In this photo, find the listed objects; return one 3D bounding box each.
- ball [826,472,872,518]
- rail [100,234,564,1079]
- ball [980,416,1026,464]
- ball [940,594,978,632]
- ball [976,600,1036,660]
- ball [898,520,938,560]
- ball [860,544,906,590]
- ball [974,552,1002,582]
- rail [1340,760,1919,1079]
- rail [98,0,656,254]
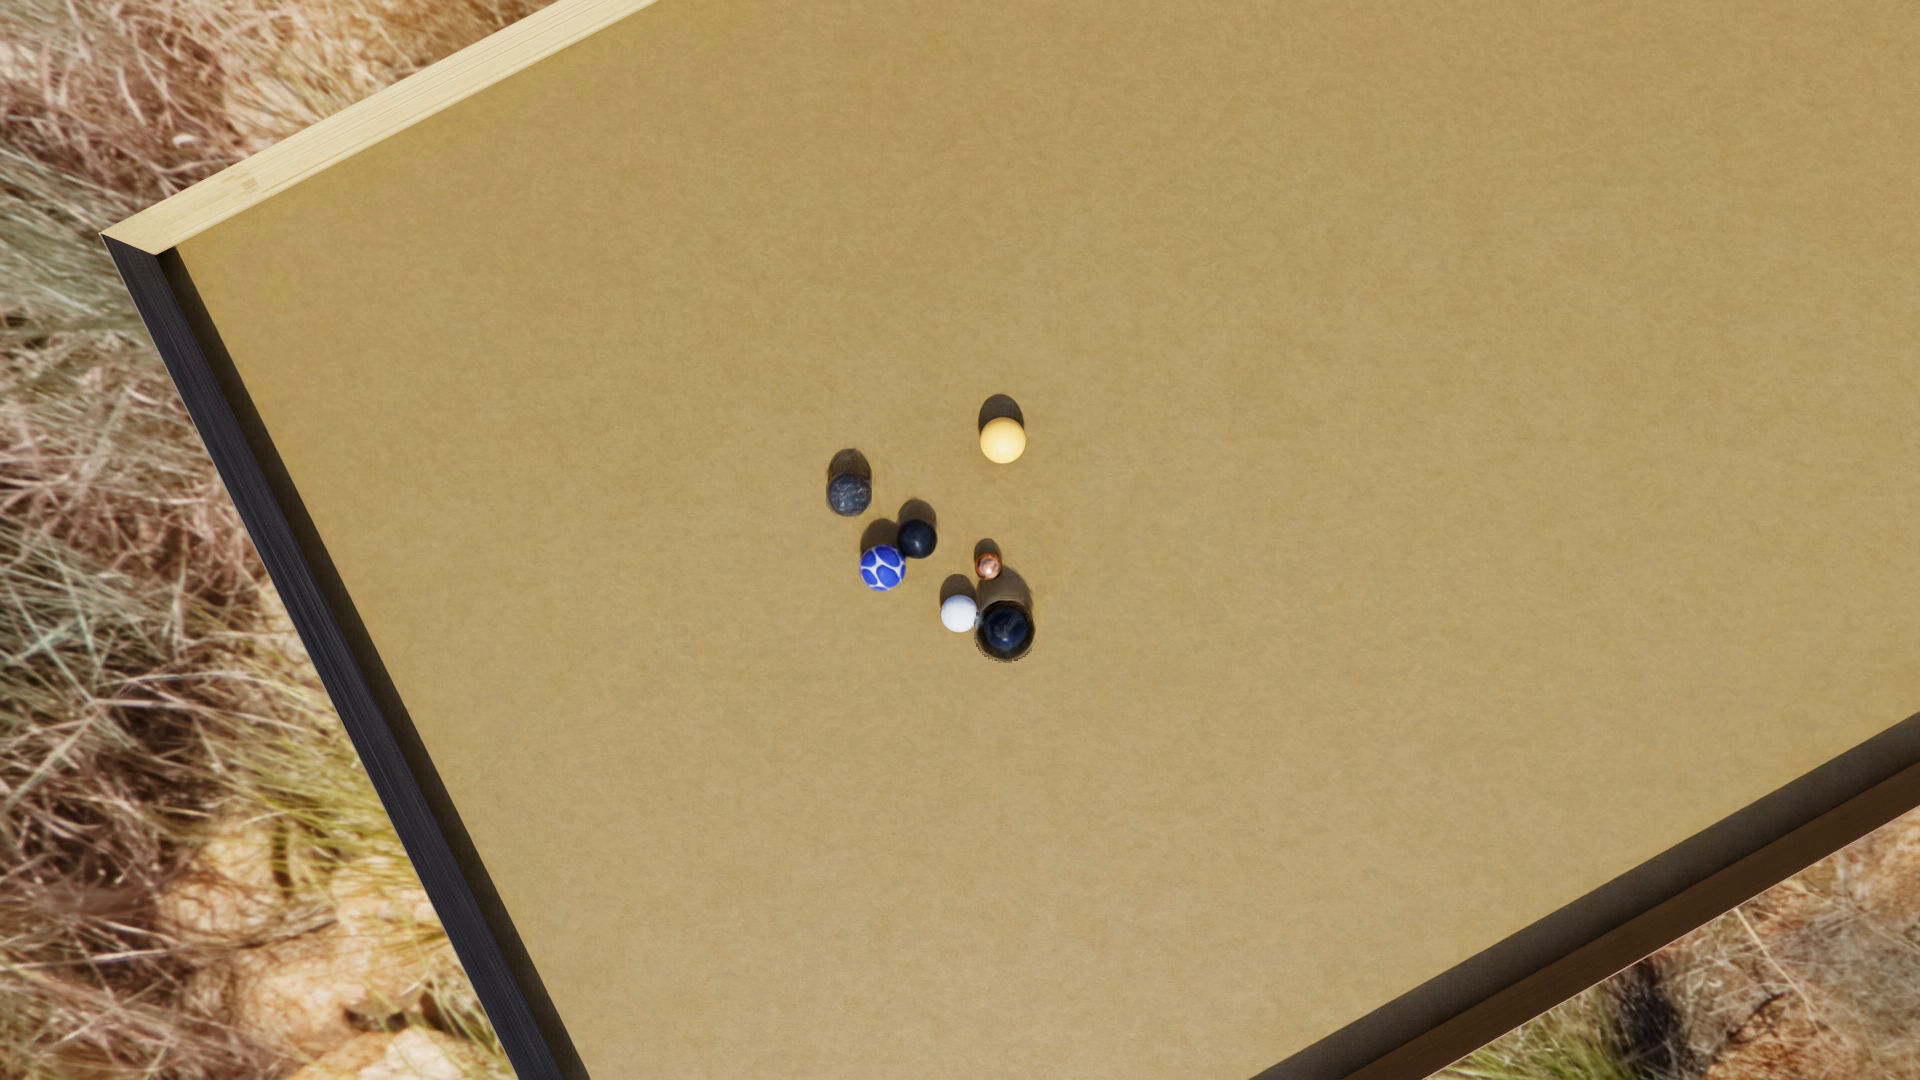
[{"bbox_3d":[-0.164,-0.068,3.269,0.068,0.068,0.068,0,83,0],"label":"ball"},{"bbox_3d":[-0.783,0.410,3.184,0.045,0.115,1.978,-28,84,-3],"label":"rail"},{"bbox_3d":[0.064,-0.149,3.279,0.069,0.069,0.069,0,83,0],"label":"ball"},{"bbox_3d":[-0.001,0.109,3.253,0.057,0.057,0.057,0,83,0],"label":"ball"},{"bbox_3d":[0.066,0.132,3.233,0.089,0.089,0.089,0,83,0],"label":"ball"},{"bbox_3d":[-0.063,-0.001,3.265,0.060,0.060,0.060,0,83,0],"label":"ball"},{"bbox_3d":[-0.114,0.040,3.255,0.069,0.069,0.069,0,83,0],"label":"ball"},{"bbox_3d":[0.043,0.040,3.269,0.042,0.042,0.042,0,83,0],"label":"ball"},{"bbox_3d":[1.257,0.418,3.183,3.643,0.115,0.045,-28,84,-3],"label":"rail"},{"bbox_3d":[0.351,-1.273,3.397,3.643,0.115,0.045,-28,84,-3],"label":"rail"}]
